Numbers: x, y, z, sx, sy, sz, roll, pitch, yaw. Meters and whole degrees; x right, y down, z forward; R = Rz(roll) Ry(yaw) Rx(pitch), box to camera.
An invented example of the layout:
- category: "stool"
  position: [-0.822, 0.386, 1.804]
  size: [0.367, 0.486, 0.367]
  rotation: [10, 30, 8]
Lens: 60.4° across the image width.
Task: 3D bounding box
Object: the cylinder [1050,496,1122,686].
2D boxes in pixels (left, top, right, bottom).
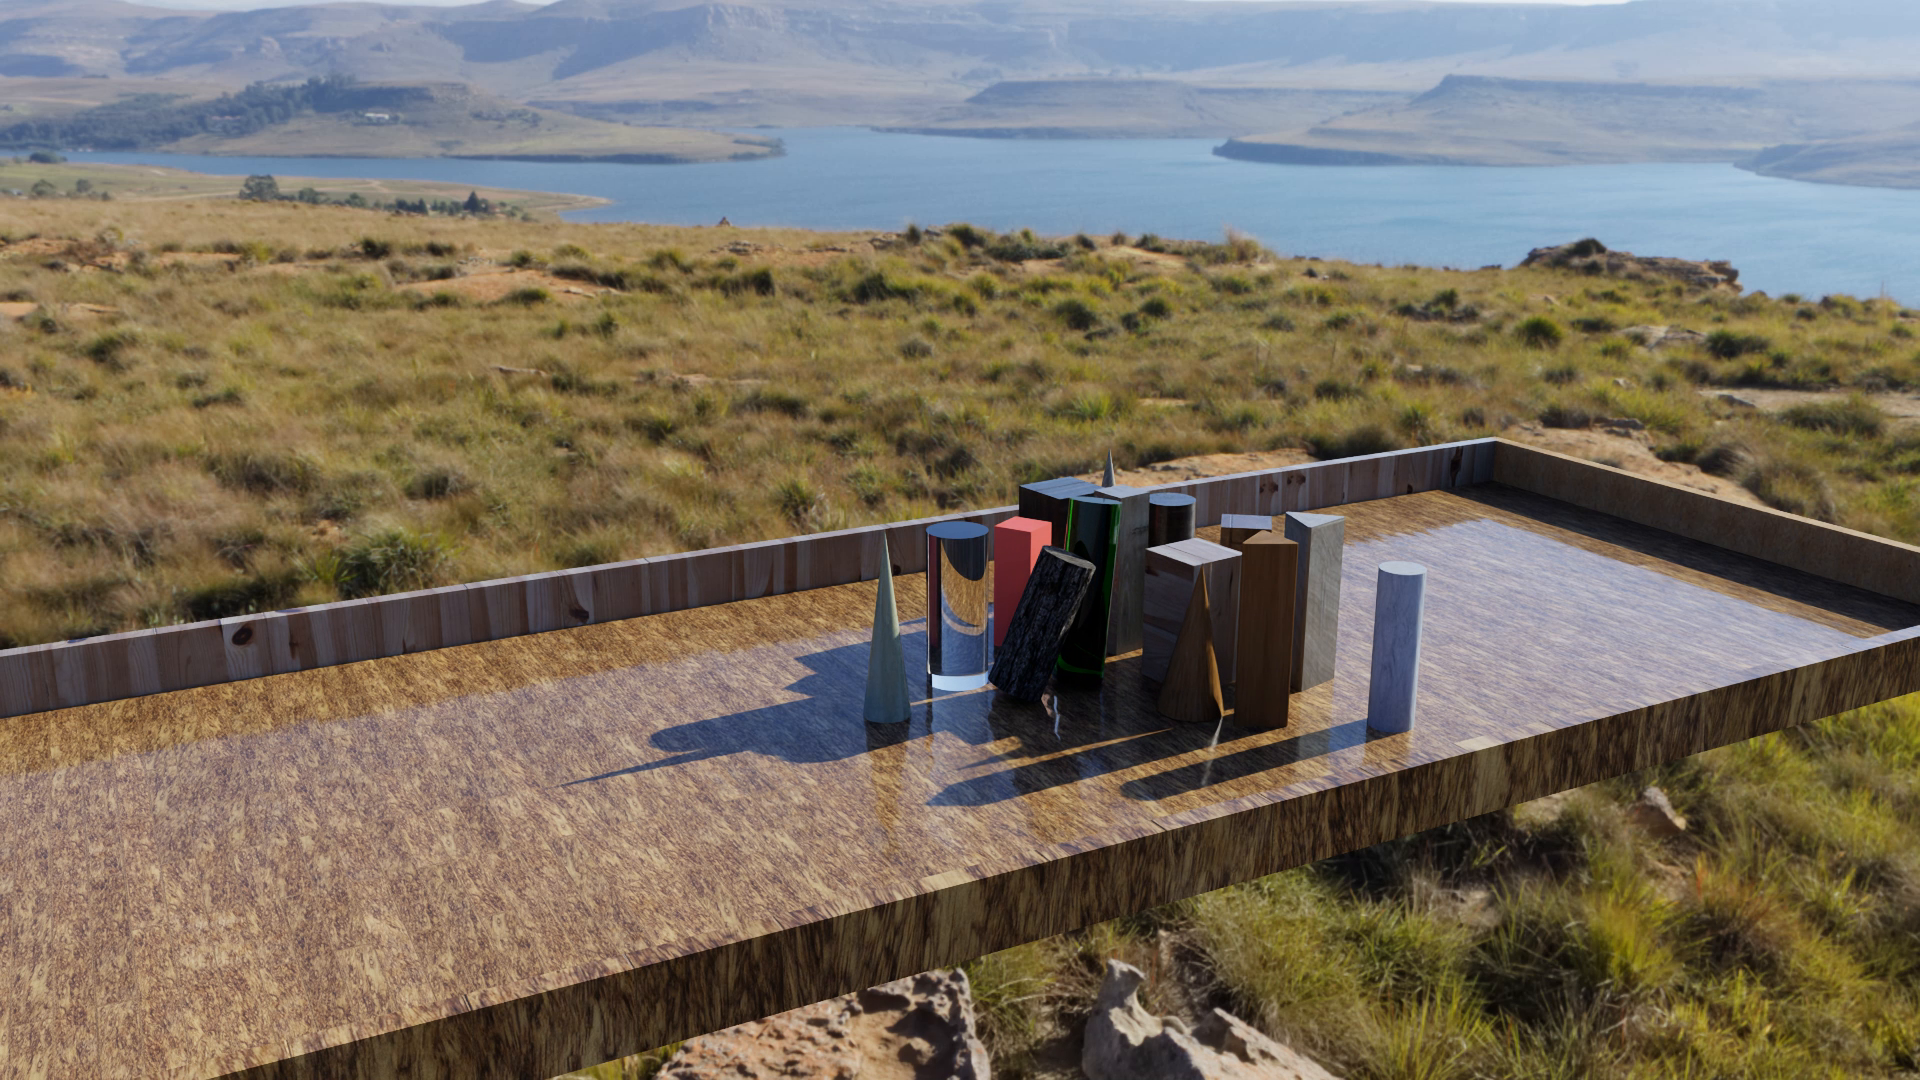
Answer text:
- category: "cylinder"
  position: [0.313, 0.125, 4.096]
  size: [0.131, 0.453, 0.131]
  rotation: [5, 8, -1]

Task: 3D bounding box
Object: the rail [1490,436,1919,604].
- category: "rail"
  position: [2.466, -0.048, 5.253]
  size: [0.050, 0.150, 2.100]
  rotation: [-9, 18, -27]

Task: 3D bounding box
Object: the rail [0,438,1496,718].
- category: "rail"
  position: [-3.305, 0.497, 3.399]
  size: [12.000, 0.150, 0.050]
  rotation: [-9, 18, -27]

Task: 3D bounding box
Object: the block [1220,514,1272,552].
- category: "block"
  position: [0.743, 0.120, 4.329]
  size: [0.129, 0.349, 0.129]
  rotation: [3, 17, 9]

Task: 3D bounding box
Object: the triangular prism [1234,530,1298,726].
- category: "triangular prism"
  position: [0.706, 0.207, 3.857]
  size: [0.125, 0.447, 0.108]
  rotation: [0, 16, 0]

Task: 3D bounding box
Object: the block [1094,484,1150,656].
- category: "block"
  position: [0.419, 0.078, 4.330]
  size: [0.102, 0.427, 0.102]
  rotation: [-12, 20, -36]

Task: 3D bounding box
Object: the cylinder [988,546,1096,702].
- category: "cylinder"
  position: [0.198, 0.201, 3.997]
  size: [0.139, 0.353, 0.139]
  rotation: [21, 11, -4]

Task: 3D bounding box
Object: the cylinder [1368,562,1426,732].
- category: "cylinder"
  position: [1.013, 0.248, 3.828]
  size: [0.107, 0.384, 0.107]
  rotation: [0, 16, 0]

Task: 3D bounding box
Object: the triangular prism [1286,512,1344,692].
- category: "triangular prism"
  position: [0.851, 0.146, 4.107]
  size: [0.141, 0.423, 0.122]
  rotation: [-14, 22, -40]

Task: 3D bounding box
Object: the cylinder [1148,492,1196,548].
- category: "cylinder"
  position: [0.578, 0.050, 4.585]
  size: [0.142, 0.338, 0.142]
  rotation: [0, 16, 0]

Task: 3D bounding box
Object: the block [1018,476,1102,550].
- category: "block"
  position: [0.287, 0.036, 4.571]
  size: [0.179, 0.373, 0.179]
  rotation: [-11, 20, -34]

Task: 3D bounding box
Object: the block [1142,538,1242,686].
- category: "block"
  position: [0.584, 0.187, 4.130]
  size: [0.175, 0.332, 0.175]
  rotation: [-11, 20, -34]

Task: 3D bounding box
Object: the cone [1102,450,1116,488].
- category: "cone"
  position: [0.433, -0.068, 4.837]
  size: [0.152, 0.423, 0.152]
  rotation: [0, 16, 0]

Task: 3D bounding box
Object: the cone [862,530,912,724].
- category: "cone"
  position: [-0.174, 0.195, 3.877]
  size: [0.117, 0.459, 0.117]
  rotation: [0, 16, 0]

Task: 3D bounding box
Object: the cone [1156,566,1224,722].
- category: "cone"
  position: [0.559, 0.228, 3.909]
  size: [0.164, 0.371, 0.164]
  rotation: [2, 18, -1]

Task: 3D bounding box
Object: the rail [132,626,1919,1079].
- category: "rail"
  position: [-2.336, 1.006, 1.665]
  size: [12.000, 0.150, 0.050]
  rotation: [-9, 18, -27]

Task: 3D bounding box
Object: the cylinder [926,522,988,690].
- category: "cylinder"
  position: [-0.006, 0.164, 4.102]
  size: [0.155, 0.393, 0.155]
  rotation: [0, 16, 0]

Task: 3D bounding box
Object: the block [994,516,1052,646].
- category: "block"
  position: [0.165, 0.117, 4.370]
  size: [0.110, 0.331, 0.110]
  rotation: [10, 19, 30]
